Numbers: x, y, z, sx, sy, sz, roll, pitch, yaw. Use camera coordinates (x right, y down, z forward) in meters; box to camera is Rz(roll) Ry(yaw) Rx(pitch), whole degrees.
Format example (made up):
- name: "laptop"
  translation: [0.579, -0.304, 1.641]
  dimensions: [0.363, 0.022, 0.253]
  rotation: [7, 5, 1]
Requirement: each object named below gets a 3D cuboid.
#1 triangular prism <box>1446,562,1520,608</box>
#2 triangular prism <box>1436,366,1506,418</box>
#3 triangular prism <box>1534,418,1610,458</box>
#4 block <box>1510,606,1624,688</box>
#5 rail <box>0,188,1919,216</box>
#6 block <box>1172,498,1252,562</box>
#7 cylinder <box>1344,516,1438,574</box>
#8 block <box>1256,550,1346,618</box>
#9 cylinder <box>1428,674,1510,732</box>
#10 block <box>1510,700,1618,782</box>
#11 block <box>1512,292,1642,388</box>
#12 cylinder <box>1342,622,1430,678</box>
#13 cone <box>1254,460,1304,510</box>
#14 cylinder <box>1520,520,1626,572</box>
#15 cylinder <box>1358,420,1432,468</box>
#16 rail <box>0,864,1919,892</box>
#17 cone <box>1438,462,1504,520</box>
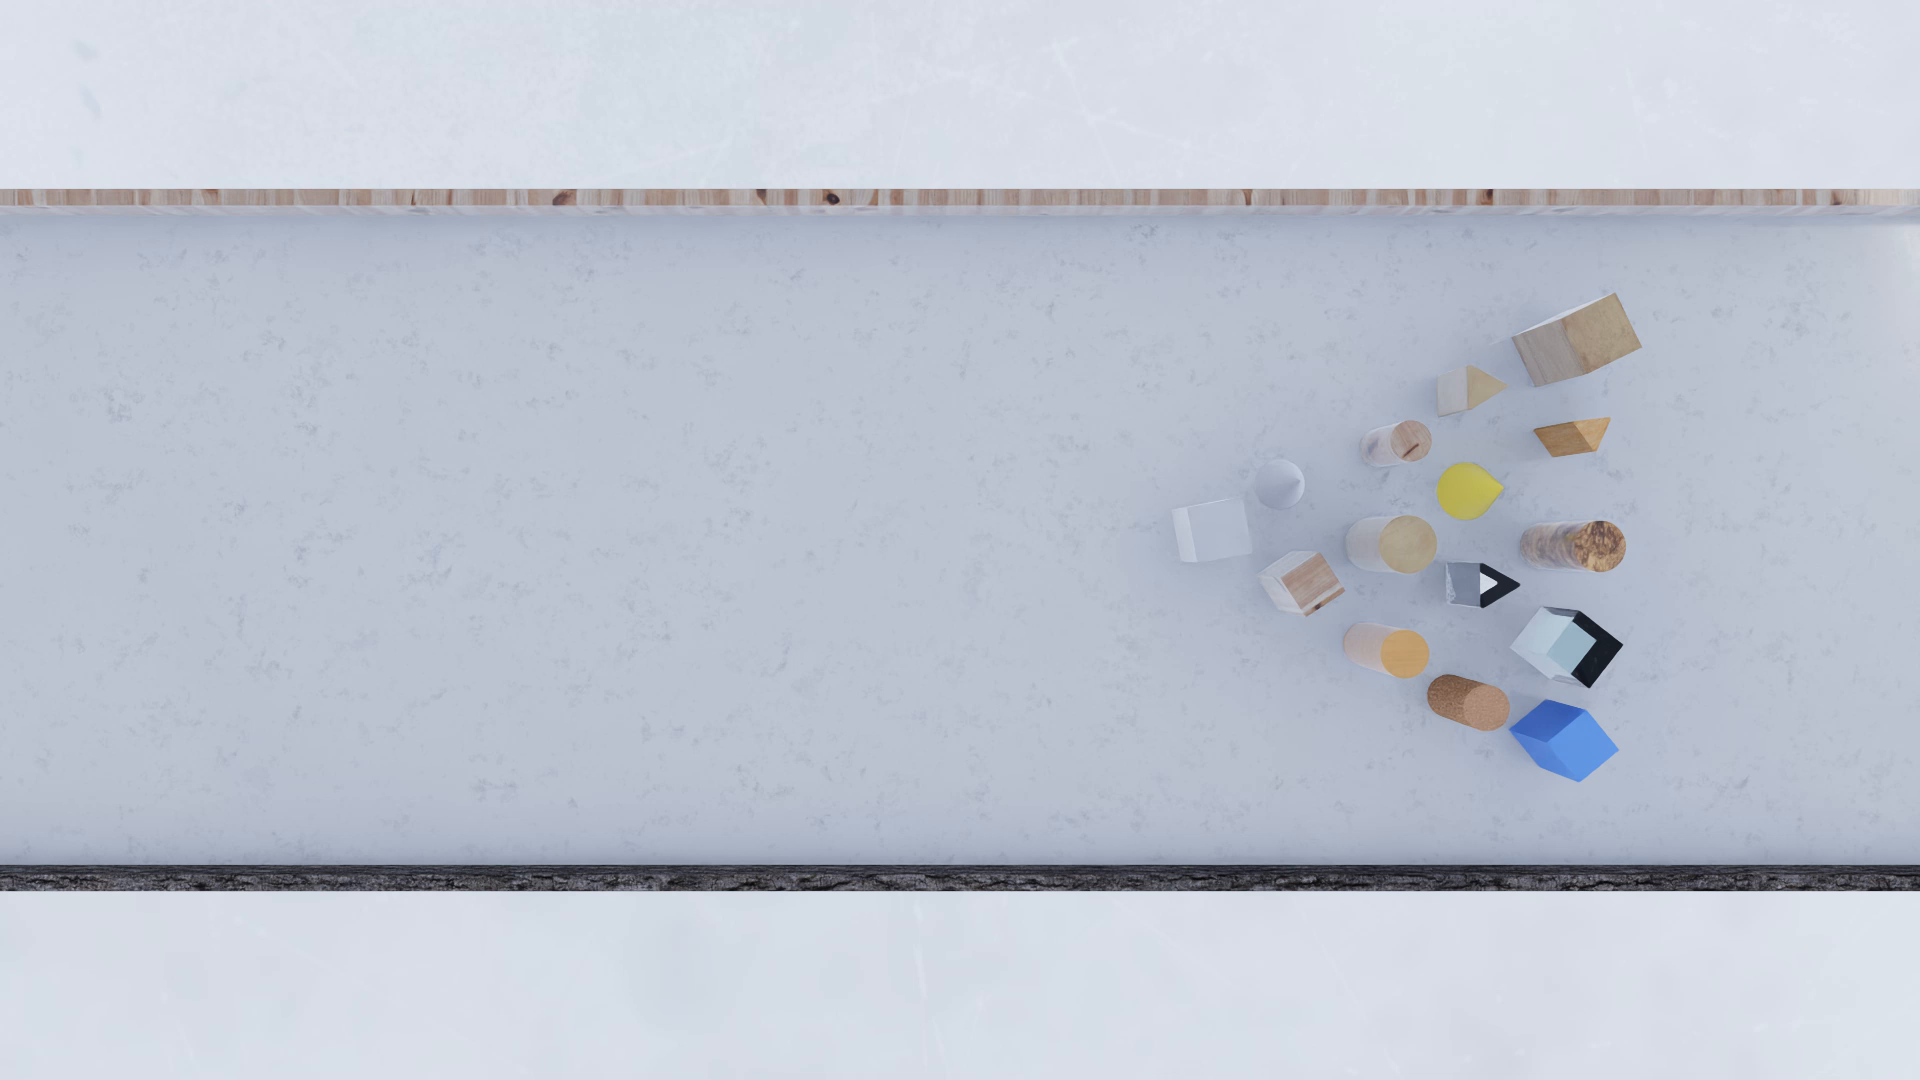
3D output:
- name: "triangular prism"
  translation: [1.528, 0.114, 4.910]
  dimensions: [0.130, 0.332, 0.113]
  rotation: [-31, 90, 0]
- name: "triangular prism"
  translation: [1.497, -0.458, 4.919]
  dimensions: [0.128, 0.316, 0.111]
  rotation: [-32, 90, 0]
- name: "triangular prism"
  translation: [1.834, -0.324, 4.910]
  dimensions: [0.092, 0.333, 0.106]
  rotation: [-36, 90, 0]
- name: "block"
  translation: [1.805, 0.317, 4.922]
  dimensions: [0.162, 0.310, 0.162]
  rotation: [38, 90, 0]
- name: "rail"
  translation: [-2.247, -1.025, 5.002]
  dimensions: [12.000, 0.150, 0.050]
  rotation: [0, 90, 0]
- name: "block"
  translation: [0.744, -0.029, 4.902]
  dimensions: [0.161, 0.349, 0.161]
  rotation: [-11, 90, 0]
- name: "cylinder"
  translation: [1.265, 0.013, 4.866]
  dimensions: [0.165, 0.421, 0.165]
  rotation: [0, 90, 0]
- name: "block"
  translation: [1.004, 0.126, 4.883]
  dimensions: [0.135, 0.387, 0.135]
  rotation: [-33, 90, 0]
- name: "cylinder"
  translation: [1.504, 0.480, 4.893]
  dimensions: [0.133, 0.367, 0.133]
  rotation: [0, 90, 0]
- name: "block"
  translation: [1.794, 0.594, 4.912]
  dimensions: [0.149, 0.328, 0.149]
  rotation: [-39, 90, 0]
- name: "block"
  translation: [1.811, -0.584, 4.867]
  dimensions: [0.173, 0.419, 0.173]
  rotation: [-26, 90, 0]
- name: "cylinder"
  translation: [1.246, 0.320, 4.848]
  dimensions: [0.137, 0.457, 0.137]
  rotation: [0, 90, 0]
- name: "cone"
  translation: [0.984, -0.171, 4.922]
  dimensions: [0.154, 0.309, 0.154]
  rotation: [0, 90, 0]
- name: "cylinder"
  translation: [1.796, 0.018, 4.851]
  dimensions: [0.145, 0.451, 0.145]
  rotation: [0, 90, 0]
- name: "cylinder"
  translation: [1.286, -0.283, 4.890]
  dimensions: [0.118, 0.374, 0.118]
  rotation: [0, 90, 0]
- name: "rail"
  translation: [-2.247, 1.025, 5.001]
  dimensions: [12.000, 0.150, 0.050]
  rotation: [0, 90, 0]
- name: "cone"
  translation: [1.557, -0.150, 4.896]
  dimensions: [0.178, 0.361, 0.178]
  rotation: [0, 90, 0]
